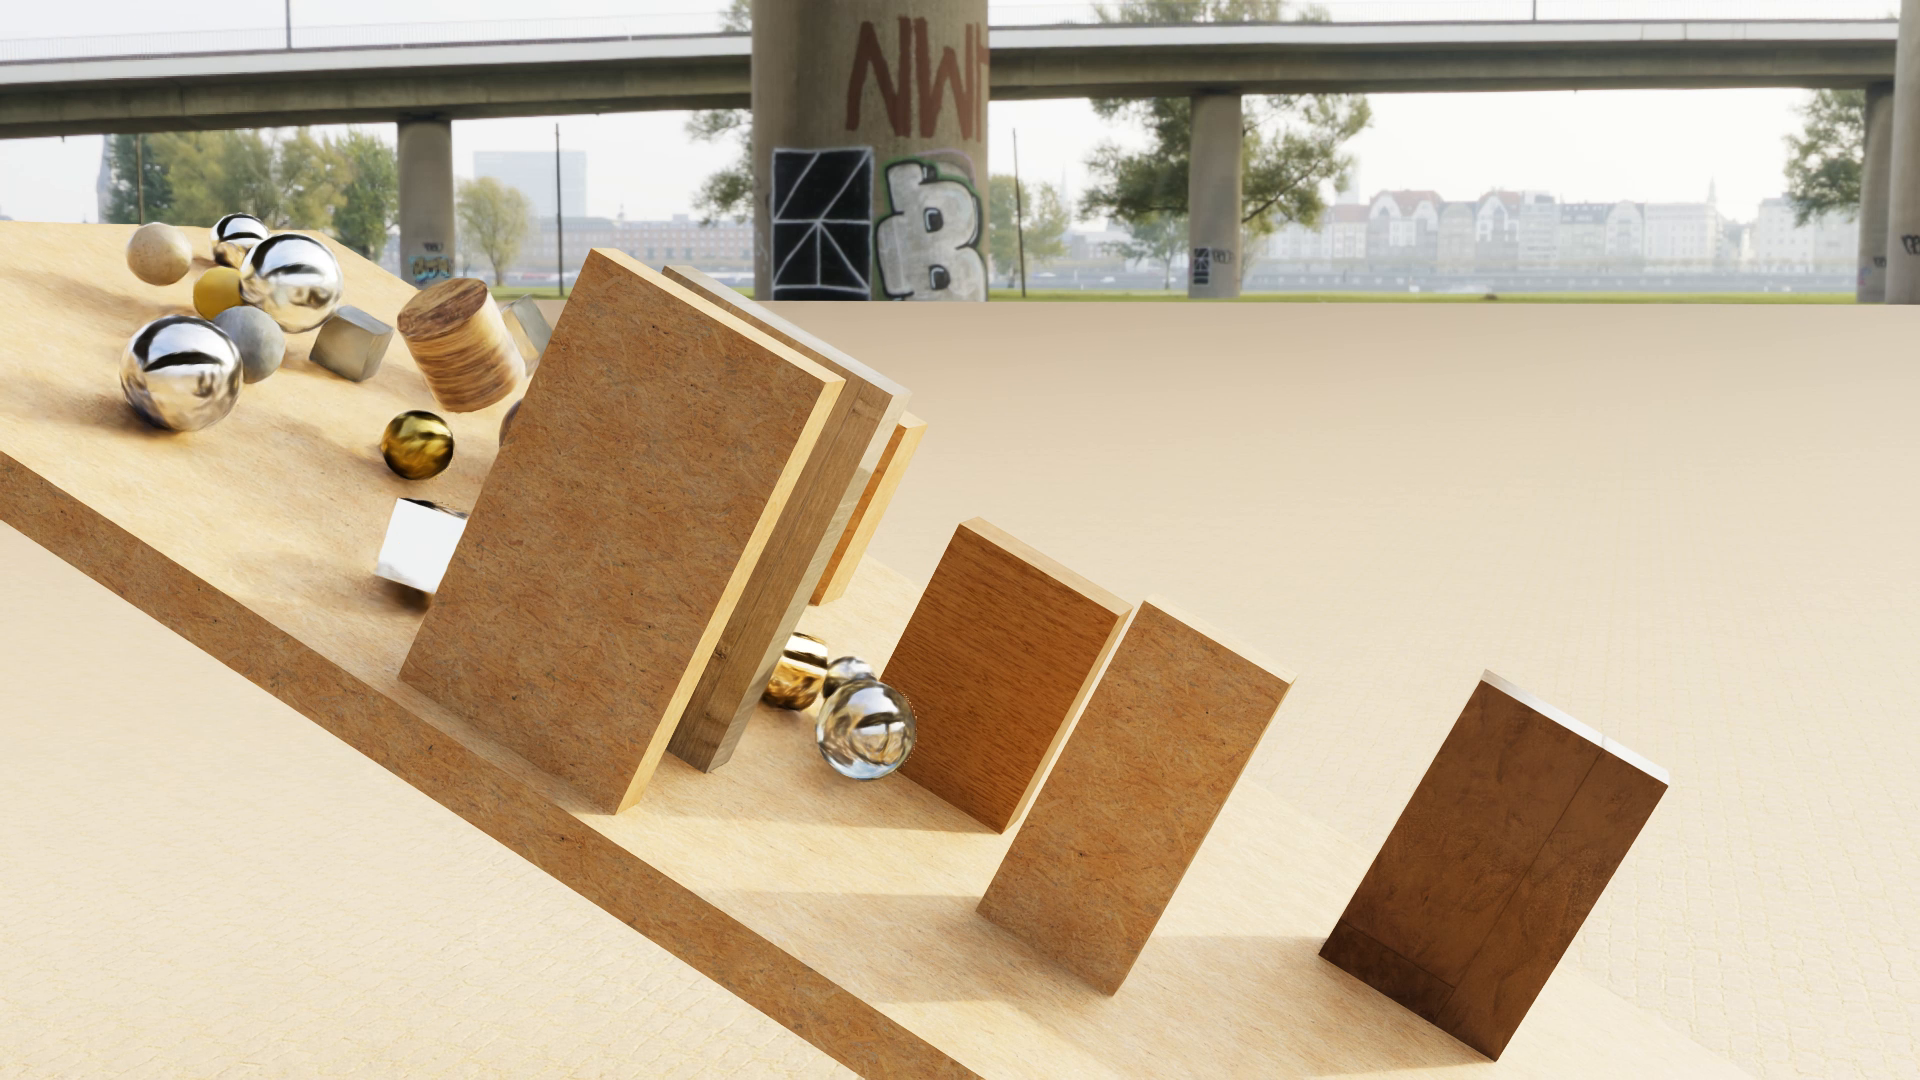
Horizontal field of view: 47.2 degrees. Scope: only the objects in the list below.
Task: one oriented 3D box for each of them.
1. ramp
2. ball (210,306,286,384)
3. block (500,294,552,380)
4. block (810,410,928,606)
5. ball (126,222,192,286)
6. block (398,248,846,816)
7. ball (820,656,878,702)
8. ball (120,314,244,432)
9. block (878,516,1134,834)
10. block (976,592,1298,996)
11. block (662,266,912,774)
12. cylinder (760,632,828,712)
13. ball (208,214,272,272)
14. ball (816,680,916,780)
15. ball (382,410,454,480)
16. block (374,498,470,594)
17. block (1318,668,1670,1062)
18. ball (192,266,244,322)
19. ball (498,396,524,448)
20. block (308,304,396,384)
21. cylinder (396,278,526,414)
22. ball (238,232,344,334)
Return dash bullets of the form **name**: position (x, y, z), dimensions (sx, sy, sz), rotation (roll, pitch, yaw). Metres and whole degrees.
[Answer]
- **ramp**: position (-0.223, 0.371, 4.148), dimensions (4.000, 0.100, 2.000), rotation (30, 14, 12)
- **ball**: position (-1.363, -0.370, 4.185), dimensions (0.150, 0.150, 0.150), rotation (0, 7, 0)
- **block**: position (-0.985, -0.426, 4.812), dimensions (0.148, 0.148, 0.148), rotation (-27, 14, 14)
- **block**: position (-0.307, -0.125, 4.672), dimensions (0.295, 0.429, 0.145), rotation (30, 14, 12)
- **ball**: position (-1.580, -0.563, 4.337), dimensions (0.124, 0.124, 0.124), rotation (0, 7, 0)
- **block**: position (-0.511, -0.011, 3.260), dimensions (0.407, 0.731, 0.083), rotation (30, 14, 12)
- **ball**: position (-0.204, 0.267, 4.025), dimensions (0.108, 0.108, 0.108), rotation (0, 7, 0)
- **ball**: position (-1.346, -0.287, 3.806), dimensions (0.204, 0.204, 0.204), rotation (0, 7, 0)
- **block**: position (0.054, 0.242, 3.963), dimensions (0.329, 0.458, 0.118), rotation (30, 14, 12)
- **block**: position (0.278, 0.407, 3.512), dimensions (0.260, 0.590, 0.089), rotation (30, 14, 12)
- **block**: position (-0.426, -0.033, 3.567), dimensions (0.431, 0.698, 0.098), rotation (30, 14, 12)
- **cylinder**: position (-0.334, 0.226, 3.971), dimensions (0.138, 0.138, 0.138), rotation (19, -4, -30)
- **ball**: position (-1.576, -0.649, 4.820), dimensions (0.134, 0.134, 0.134), rotation (0, 7, 0)
- **ball**: position (-0.164, 0.331, 3.833), dimensions (0.173, 0.173, 0.173), rotation (0, 7, 0)
- **ball**: position (-1.024, -0.179, 4.154), dimensions (0.135, 0.135, 0.135), rotation (0, 7, 0)
- **block**: position (-0.868, 0.014, 3.647), dimensions (0.130, 0.130, 0.130), rotation (18, 1, 6)
- **block**: position (0.983, 0.601, 4.074), dimensions (0.374, 0.611, 0.117), rotation (30, 14, 12)
- **ball**: position (-1.493, -0.494, 4.453), dimensions (0.117, 0.117, 0.117), rotation (0, 7, 0)
- **ball**: position (-0.834, -0.204, 4.458), dimensions (0.200, 0.200, 0.200), rotation (0, 7, 0)
- **block**: position (-1.265, -0.409, 4.579), dimensions (0.112, 0.112, 0.112), rotation (27, 14, -1)
- **cylinder**: position (-0.962, -0.376, 4.246), dimensions (0.186, 0.186, 0.186), rotation (-12, 39, 10)
- **ball**: position (-1.340, -0.514, 4.409), dimensions (0.203, 0.203, 0.203), rotation (0, 7, 0)
